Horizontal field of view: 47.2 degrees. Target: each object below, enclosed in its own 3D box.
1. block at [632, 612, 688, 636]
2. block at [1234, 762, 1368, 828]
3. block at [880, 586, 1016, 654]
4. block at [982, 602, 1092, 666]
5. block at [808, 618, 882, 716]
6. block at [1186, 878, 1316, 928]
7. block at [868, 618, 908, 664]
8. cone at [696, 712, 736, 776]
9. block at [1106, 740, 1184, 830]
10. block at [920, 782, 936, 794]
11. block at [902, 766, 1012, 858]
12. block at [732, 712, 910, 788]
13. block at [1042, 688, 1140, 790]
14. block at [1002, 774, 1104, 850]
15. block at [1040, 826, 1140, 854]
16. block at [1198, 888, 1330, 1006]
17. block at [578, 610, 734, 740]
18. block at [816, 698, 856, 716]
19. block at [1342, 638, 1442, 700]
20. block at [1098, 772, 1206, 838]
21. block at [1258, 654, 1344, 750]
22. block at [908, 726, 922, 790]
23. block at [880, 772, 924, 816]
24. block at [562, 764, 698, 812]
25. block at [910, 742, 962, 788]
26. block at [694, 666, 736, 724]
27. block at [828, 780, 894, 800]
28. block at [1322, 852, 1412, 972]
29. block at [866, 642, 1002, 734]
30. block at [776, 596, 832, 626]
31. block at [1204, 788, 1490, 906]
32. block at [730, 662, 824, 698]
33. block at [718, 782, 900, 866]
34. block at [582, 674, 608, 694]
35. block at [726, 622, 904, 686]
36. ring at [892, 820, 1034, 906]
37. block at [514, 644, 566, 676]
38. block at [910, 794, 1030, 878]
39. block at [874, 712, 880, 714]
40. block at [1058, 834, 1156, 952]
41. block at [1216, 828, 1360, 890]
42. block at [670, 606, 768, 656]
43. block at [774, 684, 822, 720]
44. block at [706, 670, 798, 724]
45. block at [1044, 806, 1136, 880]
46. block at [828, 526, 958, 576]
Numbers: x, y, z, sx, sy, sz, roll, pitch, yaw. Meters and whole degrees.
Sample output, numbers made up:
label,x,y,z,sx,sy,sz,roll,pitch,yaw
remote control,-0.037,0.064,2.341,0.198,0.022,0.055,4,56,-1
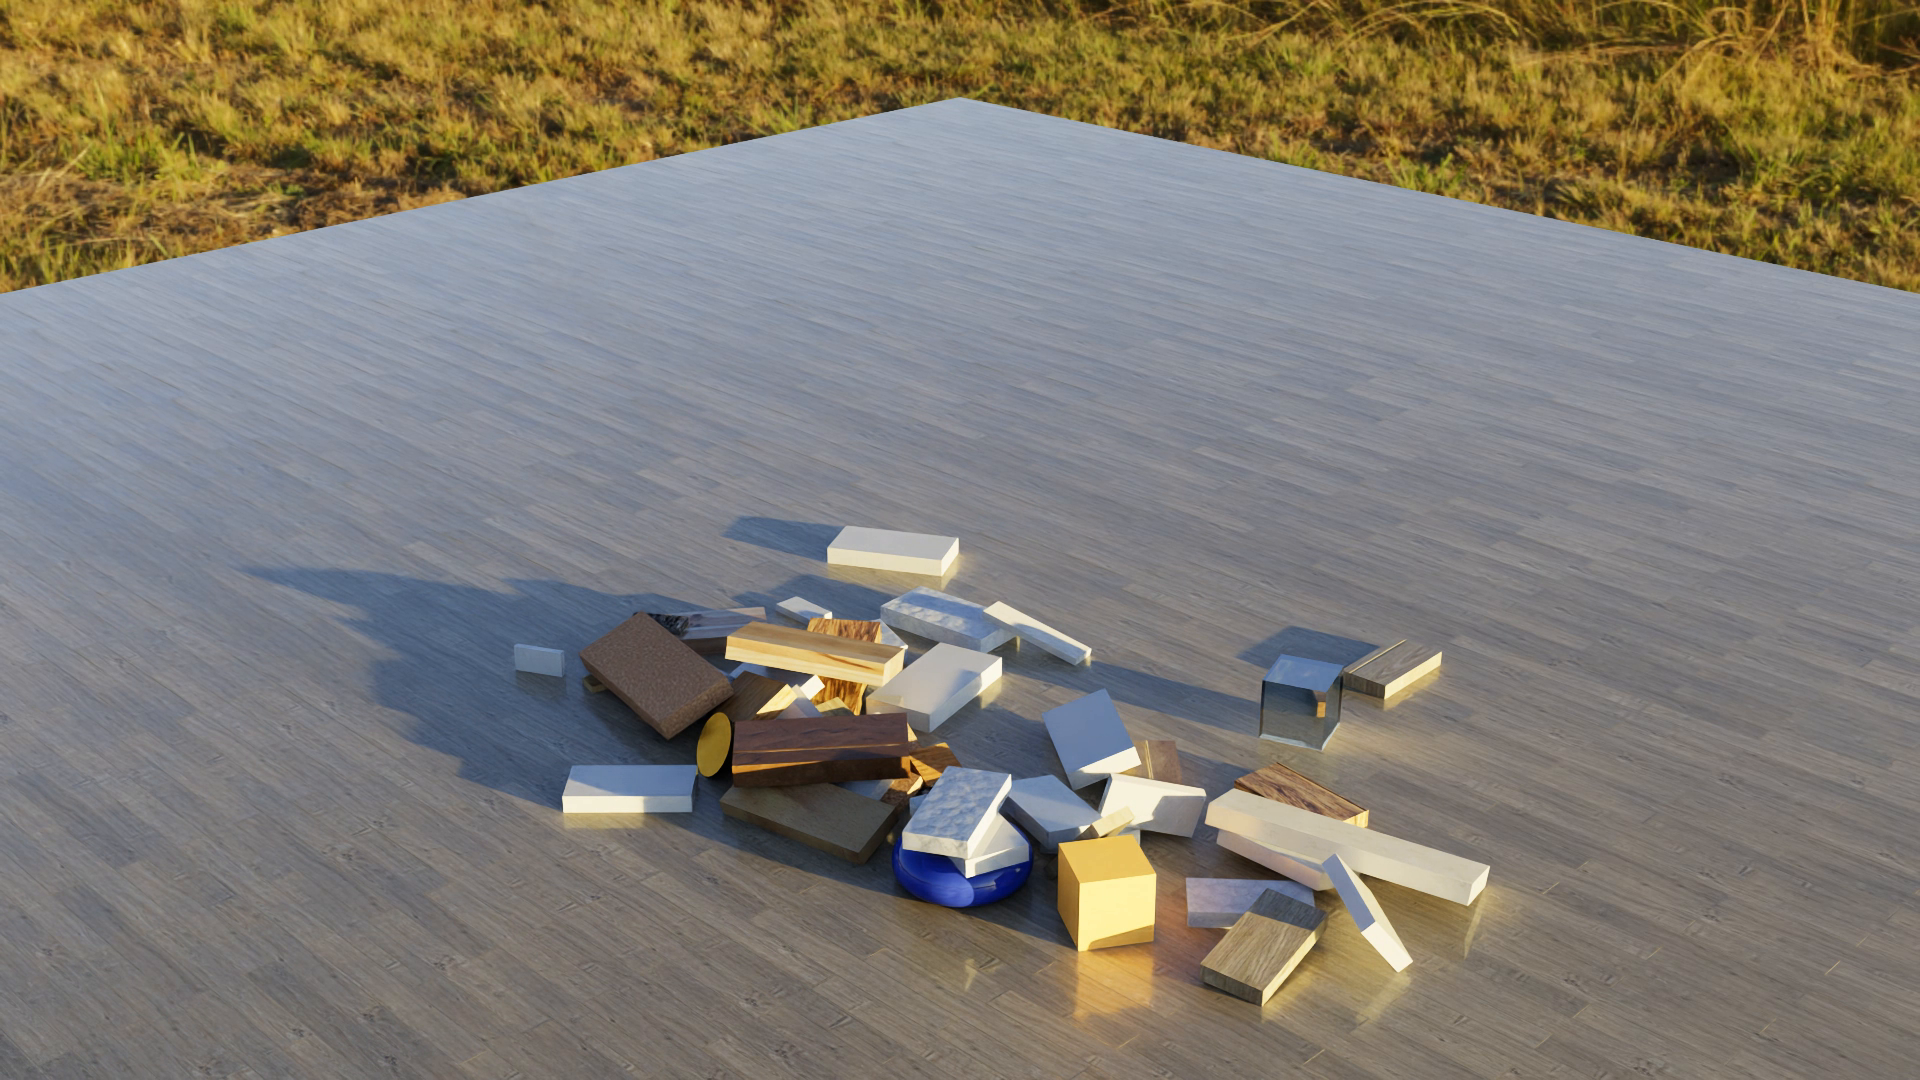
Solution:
label,x,y,z,sx,sy,sz,roll,pitch,yaw
block,-0.711,0.196,5.164,0.130,0.018,0.065,4,23,10
block,0.690,0.532,4.460,0.126,0.036,0.252,-17,28,-34
block,-0.025,0.191,5.255,0.303,0.043,0.152,17,28,35
block,0.178,0.218,5.153,0.265,0.018,0.065,27,34,25
block,-0.285,0.296,4.912,0.162,0.046,0.323,3,37,8
block,0.542,0.681,4.113,0.236,0.033,0.118,1,23,3
block,-0.302,0.263,5.083,0.323,0.046,0.162,-10,25,-23
cone,-0.461,0.445,4.635,0.137,0.137,0.137,18,11,-33
block,0.380,0.502,4.523,0.150,0.042,0.300,0,23,0
block,-0.035,0.524,4.373,0.052,0.015,0.104,-24,42,-10
block,-0.004,0.515,4.179,0.130,0.037,0.259,6,25,18
block,-0.282,0.427,4.481,0.355,0.050,0.177,-3,25,-2
block,0.274,0.418,4.639,0.150,0.042,0.300,-22,21,0
block,0.180,0.538,4.369,0.130,0.037,0.259,-6,18,-22
block,0.257,0.585,4.346,0.195,0.028,0.098,2,23,4
block,0.547,0.729,3.950,0.126,0.036,0.252,19,36,30
block,-0.678,0.295,4.880,0.177,0.050,0.411,-35,36,-19
block,-0.248,0.409,4.699,0.085,0.024,0.171,-21,47,-33
block,0.986,0.292,5.031,0.118,0.033,0.236,20,30,38
block,0.378,0.524,4.340,0.195,0.098,0.028,11,24,-12
block,0.739,0.350,4.756,0.140,0.140,0.140,10,25,22
block,-0.125,0.449,4.592,0.093,0.026,0.185,-11,45,-25
block,-0.175,0.495,4.506,0.185,0.026,0.093,19,55,34
block,-0.674,0.510,4.512,0.260,0.037,0.130,0,23,0
block,-0.032,0.493,4.508,0.093,0.026,0.185,-11,40,-25
block,-0.621,0.316,4.916,0.128,0.036,0.256,-39,40,-26
block,-0.279,0.490,4.497,0.260,0.037,0.130,15,50,32
block,0.742,0.679,4.018,0.033,0.118,0.236,-40,23,8
block,-0.056,0.328,4.929,0.162,0.046,0.323,13,26,27
block,-0.379,0.173,5.329,0.065,0.018,0.130,-21,31,-40
block,0.743,0.586,4.232,0.523,0.042,0.150,15,12,23
block,-0.411,0.314,4.852,0.128,0.036,0.272,-41,28,-13
block,-0.303,0.539,4.389,0.354,0.037,0.130,15,47,32
block,-0.792,0.315,4.996,0.119,0.017,0.059,-13,26,-29
block,-0.316,0.248,4.825,0.355,0.050,0.177,9,10,11
ring,0.005,0.609,4.211,0.273,0.091,0.273,-1,22,0
block,-0.963,0.275,5.036,0.119,0.059,0.017,8,24,17
block,0.015,0.550,4.188,0.130,0.037,0.259,-12,25,-22
block,-0.174,0.436,4.640,0.085,0.024,0.171,-12,42,-26
block,0.268,0.648,4.050,0.143,0.143,0.143,-5,24,-12
block,0.632,0.606,4.233,0.126,0.036,0.252,0,15,-44
block,-0.607,0.219,5.190,0.303,0.043,0.152,-4,23,-9
block,-0.330,0.395,4.669,0.085,0.024,0.171,-37,60,-11
block,-0.452,0.351,4.719,0.128,0.036,0.256,-44,20,-17
block,0.245,0.577,4.183,0.098,0.195,0.028,-20,69,-40
block,-0.171,0.027,5.643,0.303,0.043,0.152,6,24,15
